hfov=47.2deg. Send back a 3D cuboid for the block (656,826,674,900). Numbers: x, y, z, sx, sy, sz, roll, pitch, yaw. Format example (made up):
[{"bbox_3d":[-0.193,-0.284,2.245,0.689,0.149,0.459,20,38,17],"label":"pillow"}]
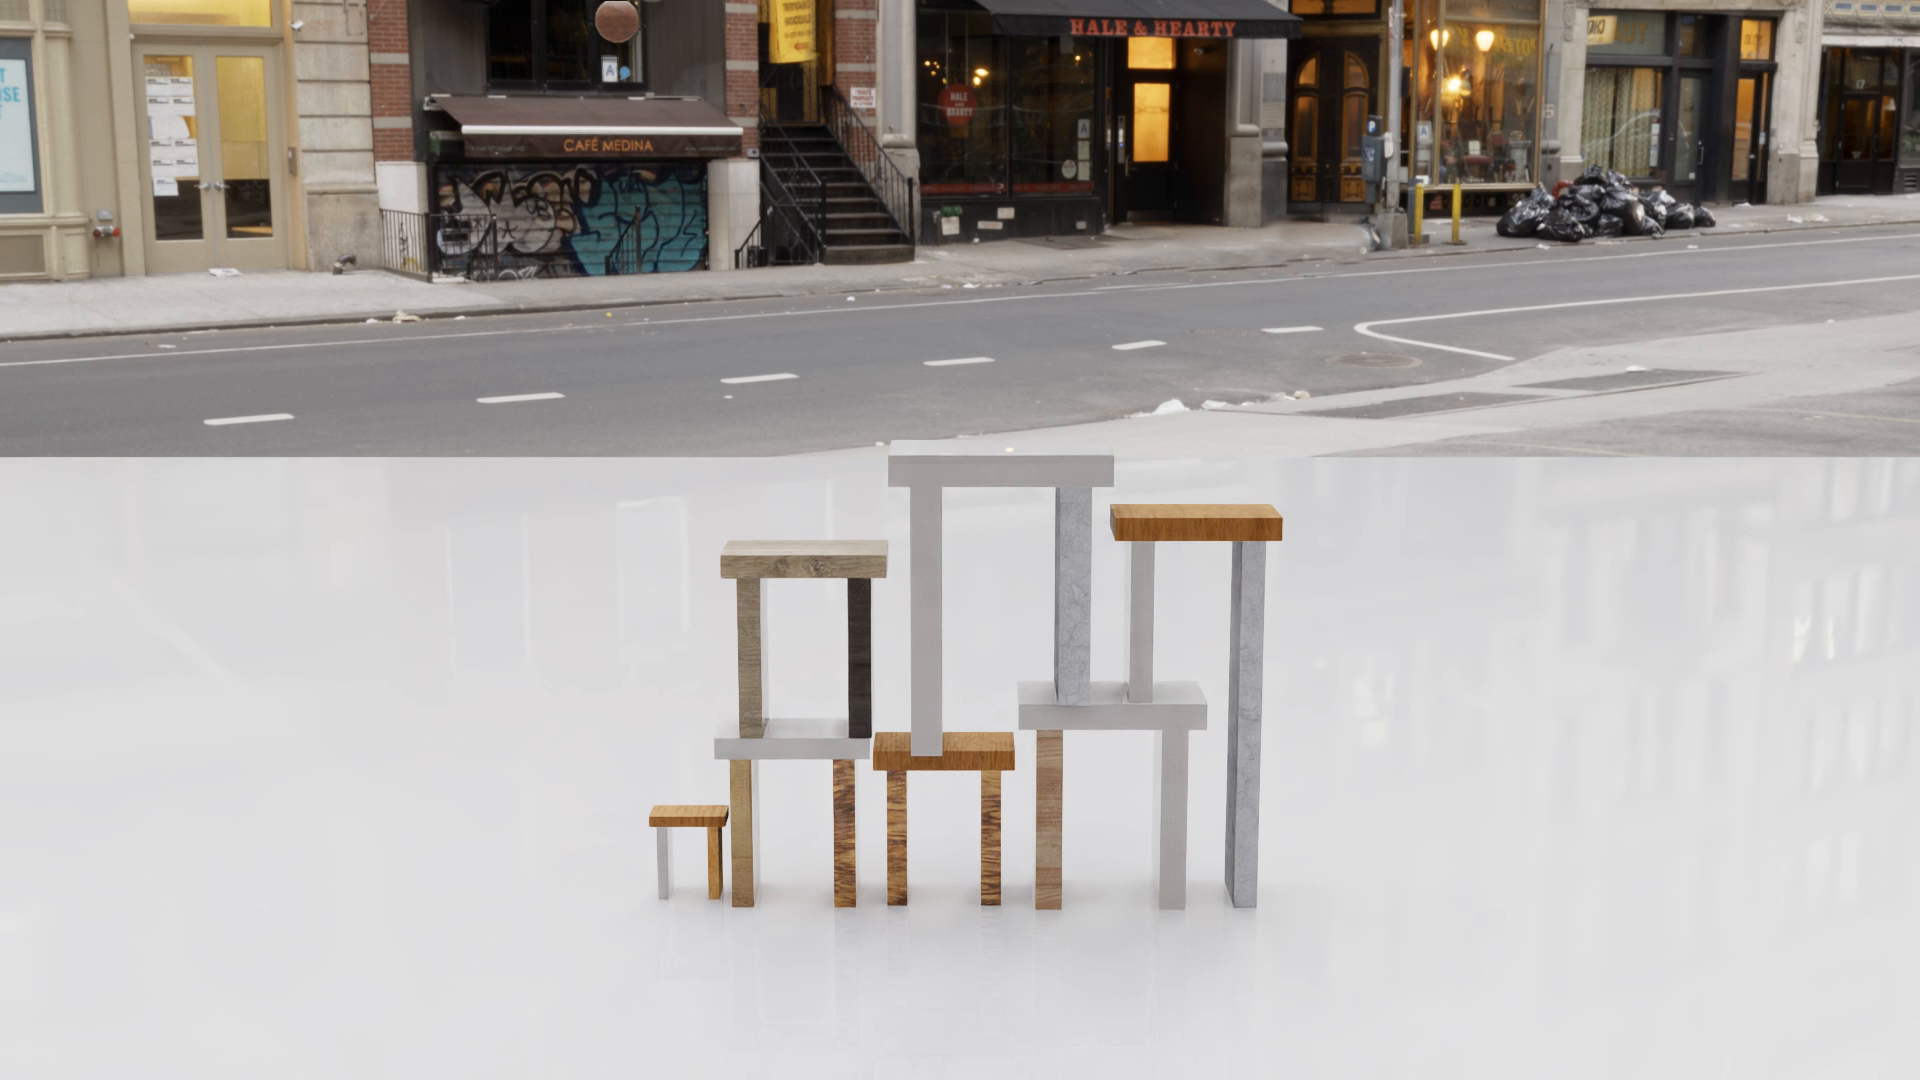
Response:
[{"bbox_3d":[-0.491,0.528,3.661,0.018,0.125,0.063,0,11,0],"label":"block"}]

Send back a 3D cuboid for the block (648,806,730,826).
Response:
[{"bbox_3d":[-0.449,0.458,3.648,0.125,0.018,0.063,0,11,0],"label":"block"}]

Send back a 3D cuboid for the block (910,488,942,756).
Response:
[{"bbox_3d":[-0.054,0.116,3.582,0.050,0.438,0.177,0,11,0],"label":"block"}]

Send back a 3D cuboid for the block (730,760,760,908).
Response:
[{"bbox_3d":[-0.356,0.467,3.643,0.036,0.251,0.126,0,11,0],"label":"block"}]

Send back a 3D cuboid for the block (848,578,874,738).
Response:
[{"bbox_3d":[-0.162,0.178,3.592,0.037,0.264,0.132,0,11,-1],"label":"block"}]

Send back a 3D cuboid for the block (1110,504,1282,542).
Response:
[{"bbox_3d":[0.379,-0.029,3.552,0.265,0.037,0.132,0,11,0],"label":"block"}]

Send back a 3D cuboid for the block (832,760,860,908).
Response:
[{"bbox_3d":[-0.188,0.467,3.643,0.036,0.251,0.126,0,11,0],"label":"block"}]

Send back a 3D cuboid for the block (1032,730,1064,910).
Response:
[{"bbox_3d":[0.145,0.441,3.640,0.043,0.303,0.152,0,11,0],"label":"block"}]

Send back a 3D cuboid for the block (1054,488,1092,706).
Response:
[{"bbox_3d":[0.183,0.075,3.575,0.050,0.355,0.177,0,11,0],"label":"block"}]

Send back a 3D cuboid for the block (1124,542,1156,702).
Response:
[{"bbox_3d":[0.291,0.120,3.580,0.037,0.265,0.132,0,11,0],"label":"block"}]

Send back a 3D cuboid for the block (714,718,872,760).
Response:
[{"bbox_3d":[-0.272,0.326,3.617,0.251,0.036,0.126,0,11,0],"label":"block"}]

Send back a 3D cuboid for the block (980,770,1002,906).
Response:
[{"bbox_3d":[0.051,0.477,3.648,0.033,0.230,0.115,0,11,0],"label":"block"}]

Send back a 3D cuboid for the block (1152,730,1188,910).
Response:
[{"bbox_3d":[0.347,0.441,3.640,0.043,0.303,0.152,0,11,0],"label":"block"}]

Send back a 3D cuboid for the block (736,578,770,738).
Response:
[{"bbox_3d":[-0.338,0.179,3.591,0.037,0.264,0.132,0,11,0],"label":"block"}]

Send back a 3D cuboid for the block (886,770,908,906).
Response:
[{"bbox_3d":[-0.103,0.477,3.647,0.033,0.230,0.115,0,11,0],"label":"block"}]

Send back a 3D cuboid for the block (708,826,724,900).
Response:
[{"bbox_3d":[-0.407,0.528,3.661,0.018,0.125,0.063,0,11,0],"label":"block"}]

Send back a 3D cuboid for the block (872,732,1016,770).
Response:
[{"bbox_3d":[-0.026,0.348,3.623,0.230,0.033,0.115,0,11,0],"label":"block"}]

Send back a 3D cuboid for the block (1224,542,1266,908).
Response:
[{"bbox_3d":[0.467,0.290,3.611,0.037,0.611,0.132,0,11,0],"label":"block"}]

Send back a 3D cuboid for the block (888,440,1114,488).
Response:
[{"bbox_3d":[0.065,-0.124,3.538,0.355,0.050,0.177,0,11,0],"label":"block"}]

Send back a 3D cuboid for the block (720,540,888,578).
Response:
[{"bbox_3d":[-0.250,0.031,3.565,0.264,0.037,0.132,0,11,0],"label":"block"}]

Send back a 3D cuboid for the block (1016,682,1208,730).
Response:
[{"bbox_3d":[0.246,0.271,3.609,0.303,0.043,0.152,0,11,0],"label":"block"}]
